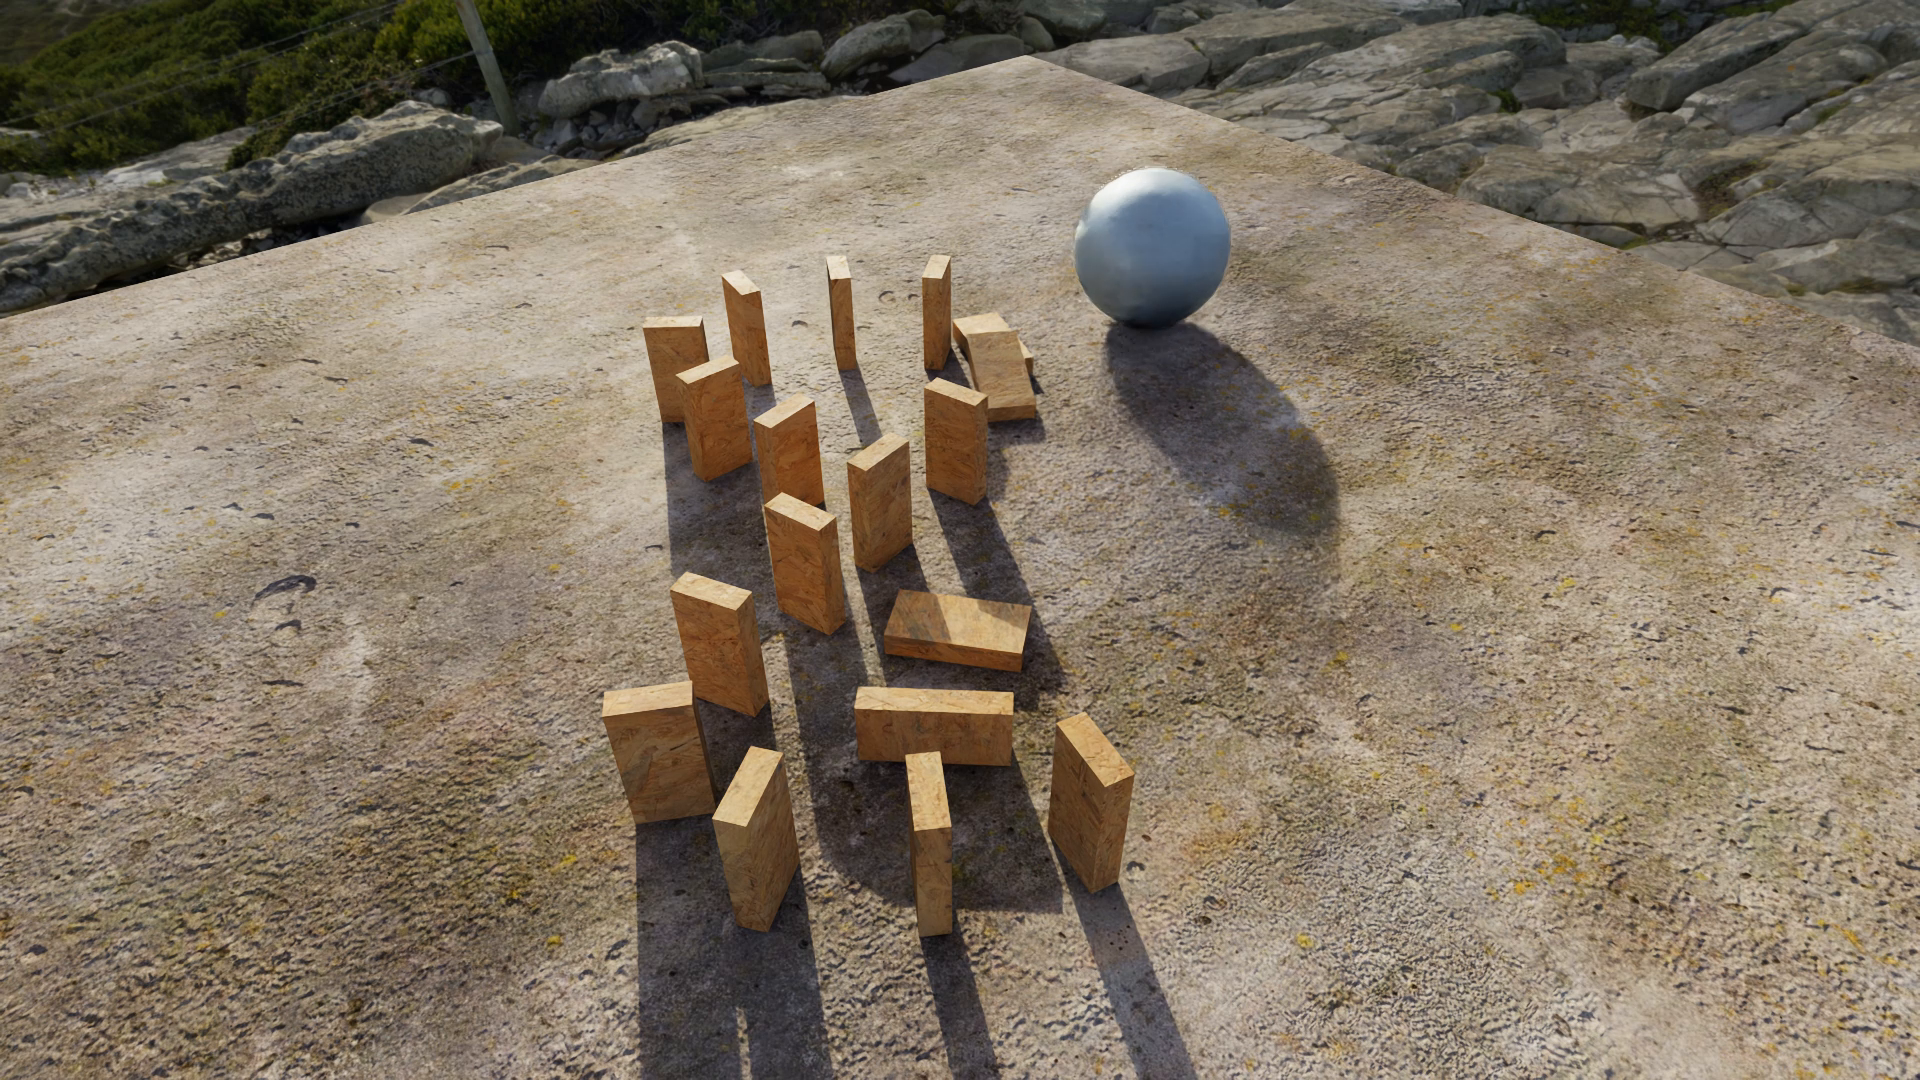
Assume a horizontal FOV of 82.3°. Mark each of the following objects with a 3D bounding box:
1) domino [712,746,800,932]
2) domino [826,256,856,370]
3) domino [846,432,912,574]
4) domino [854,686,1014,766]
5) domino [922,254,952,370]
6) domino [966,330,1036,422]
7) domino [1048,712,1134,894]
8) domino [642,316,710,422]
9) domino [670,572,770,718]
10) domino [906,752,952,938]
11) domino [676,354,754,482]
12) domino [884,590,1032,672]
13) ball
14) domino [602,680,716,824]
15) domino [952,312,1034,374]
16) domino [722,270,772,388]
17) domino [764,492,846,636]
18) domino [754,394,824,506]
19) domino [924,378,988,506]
[{"bbox_3d":[-0.056,0.084,0.308,0.010,0.050,0.025,10,40,12],"label":"domino"},{"bbox_3d":[-0.059,-0.113,0.550,0.009,0.050,0.025,-7,40,-8],"label":"domino"},{"bbox_3d":[-0.031,-0.014,0.429,0.009,0.050,0.025,26,46,28],"label":"domino"},{"bbox_3d":[-0.008,0.061,0.357,0.050,0.025,0.009,2,39,2],"label":"domino"},{"bbox_3d":[-0.011,-0.114,0.550,0.009,0.050,0.025,6,40,8],"label":"domino"},{"bbox_3d":[0.019,-0.079,0.531,0.025,0.010,0.050,-6,55,-7],"label":"domino"},{"bbox_3d":[0.037,0.076,0.318,0.010,0.050,0.025,-18,43,-21],"label":"domino"},{"bbox_3d":[-0.128,-0.078,0.507,0.025,0.050,0.010,-2,39,-2],"label":"domino"},{"bbox_3d":[-0.080,0.036,0.368,0.025,0.050,0.009,15,42,18],"label":"domino"},{"bbox_3d":[-0.009,0.085,0.307,0.009,0.050,0.025,-5,40,-6],"label":"domino"},{"bbox_3d":[-0.105,-0.052,0.475,0.025,0.050,0.009,-30,48,-31],"label":"domino"},{"bbox_3d":[0.000,0.033,0.403,0.050,0.009,0.025,7,40,8],"label":"domino"},{"bbox_3d":[0.099,-0.151,0.572,0.080,0.080,0.080,0,39,0],"label":"ball"},{"bbox_3d":[-0.090,0.065,0.332,0.025,0.050,0.009,-7,40,-8],"label":"domino"},{"bbox_3d":[0.016,-0.100,0.565,0.025,0.010,0.050,-13,41,-15],"label":"domino"},{"bbox_3d":[-0.104,-0.103,0.537,0.010,0.050,0.025,-21,44,-24],"label":"domino"},{"bbox_3d":[-0.056,0.009,0.400,0.025,0.050,0.009,23,45,26],"label":"domino"},{"bbox_3d":[-0.069,-0.032,0.451,0.009,0.050,0.025,25,46,28],"label":"domino"},{"bbox_3d":[-0.002,-0.041,0.461,0.025,0.050,0.009,23,45,25],"label":"domino"}]
